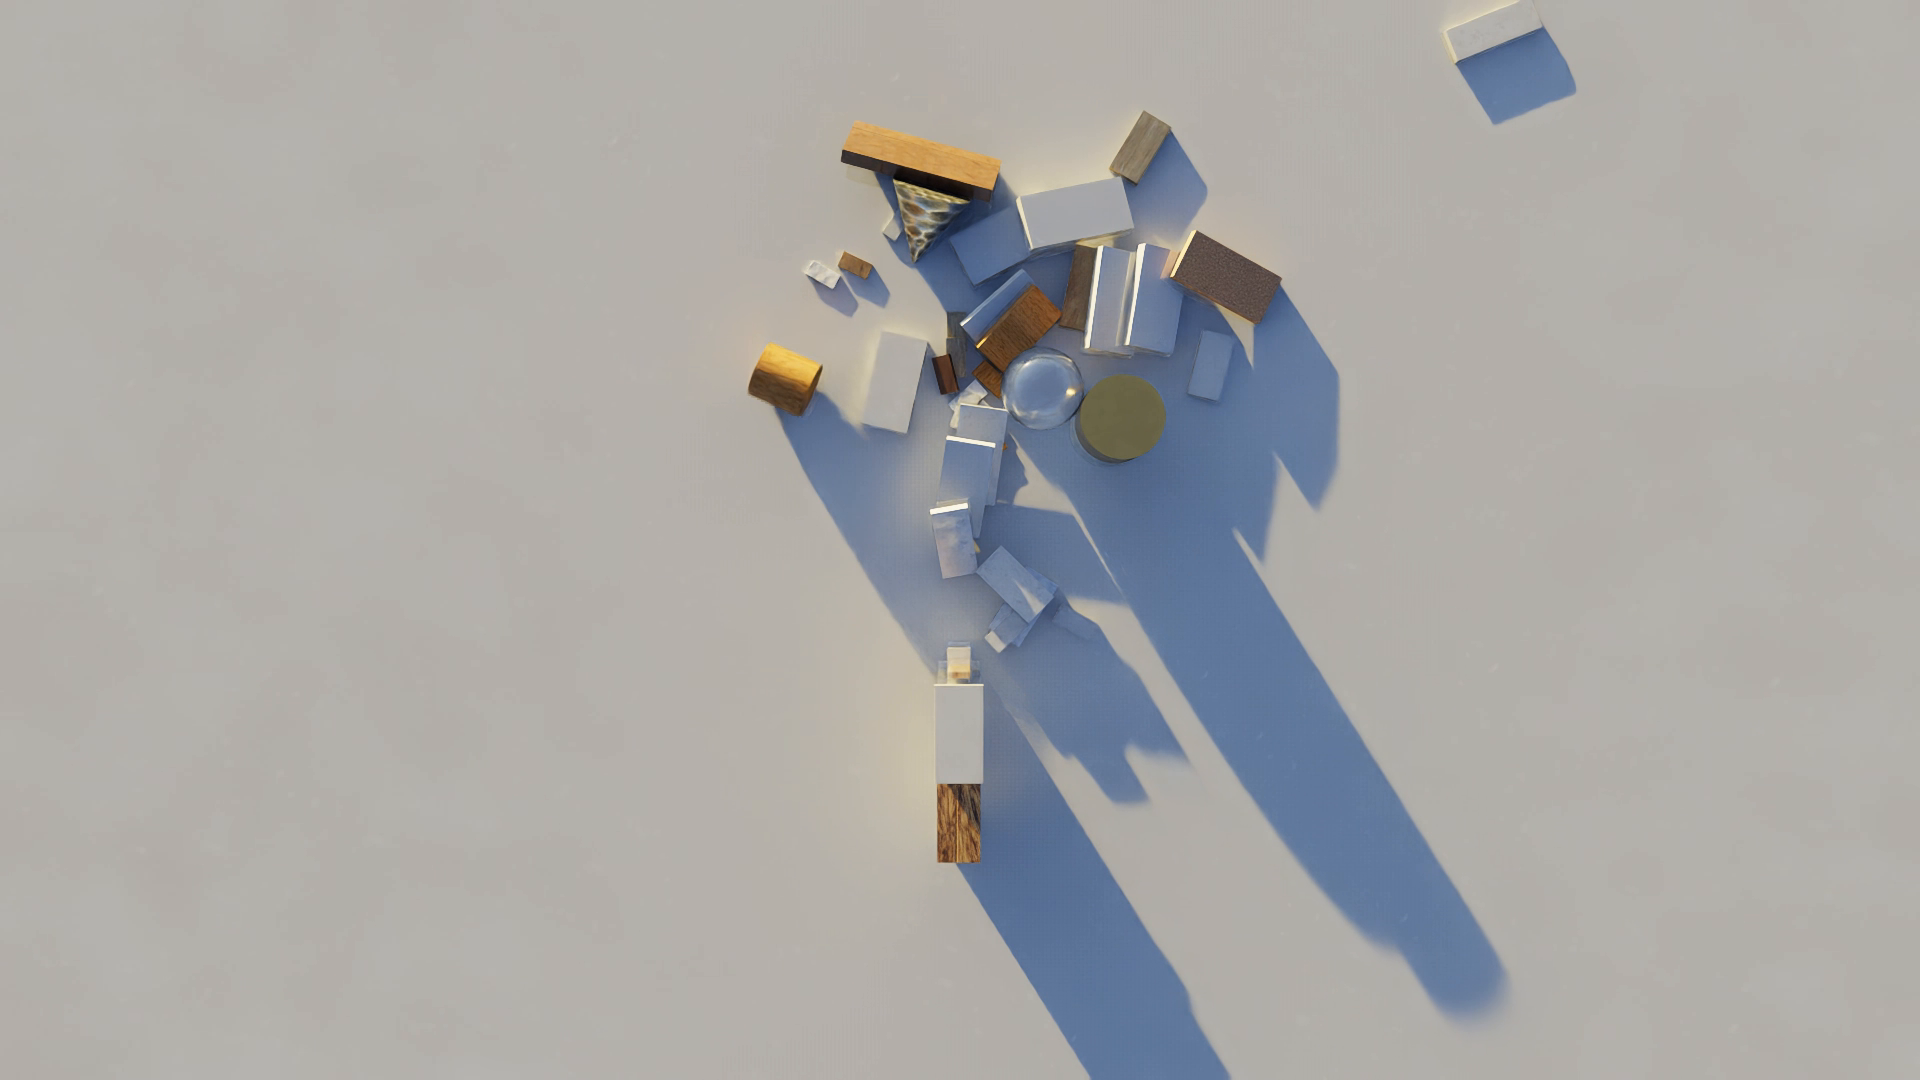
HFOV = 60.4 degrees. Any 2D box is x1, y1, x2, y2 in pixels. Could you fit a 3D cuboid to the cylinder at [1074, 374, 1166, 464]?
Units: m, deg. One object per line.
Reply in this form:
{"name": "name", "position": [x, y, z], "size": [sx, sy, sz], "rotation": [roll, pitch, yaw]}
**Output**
{"name": "cylinder", "position": [0.518, -0.391, 5.365], "size": [0.271, 0.271, 0.271], "rotation": [0, 90, 0]}

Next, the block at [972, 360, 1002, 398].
{"name": "block", "position": [0.106, -0.536, 5.491], "size": [0.125, 0.018, 0.063], "rotation": [43, 90, 0]}

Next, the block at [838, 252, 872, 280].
{"name": "block", "position": [-0.349, -0.914, 5.493], "size": [0.105, 0.015, 0.053], "rotation": [26, 90, 0]}

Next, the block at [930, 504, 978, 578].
{"name": "block", "position": [-0.018, 0.004, 5.429], "size": [0.122, 0.034, 0.243], "rotation": [-10, 117, 0]}

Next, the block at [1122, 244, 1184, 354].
{"name": "block", "position": [0.647, -0.794, 5.446], "size": [0.168, 0.048, 0.336], "rotation": [9, 90, -22]}

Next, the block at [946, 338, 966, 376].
{"name": "block", "position": [-0.013, -0.607, 5.477], "size": [0.065, 0.018, 0.130], "rotation": [-1, 102, 0]}

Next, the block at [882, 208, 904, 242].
{"name": "block", "position": [-0.208, -1.052, 5.493], "size": [0.053, 0.015, 0.105], "rotation": [34, 90, 0]}

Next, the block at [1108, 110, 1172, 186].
{"name": "block", "position": [0.599, -1.303, 5.484], "size": [0.110, 0.031, 0.220], "rotation": [31, 90, 0]}

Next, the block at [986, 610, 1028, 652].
{"name": "block", "position": [0.155, 0.303, 5.456], "size": [0.136, 0.019, 0.068], "rotation": [-43, 90, 0]}

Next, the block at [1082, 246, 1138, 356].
{"name": "block", "position": [0.512, -0.787, 5.443], "size": [0.168, 0.048, 0.336], "rotation": [7, 91, -23]}

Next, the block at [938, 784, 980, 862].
{"name": "block", "position": [-0.004, 0.879, 5.207], "size": [0.137, 0.039, 0.274], "rotation": [0, 90, 0]}

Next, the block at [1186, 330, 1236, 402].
{"name": "block", "position": [0.835, -0.579, 5.484], "size": [0.110, 0.031, 0.220], "rotation": [14, 90, 0]}

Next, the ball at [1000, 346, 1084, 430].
{"name": "ball", "position": [0.267, -0.493, 5.365], "size": [0.271, 0.271, 0.271], "rotation": [0, 90, 0]}

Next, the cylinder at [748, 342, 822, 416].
{"name": "cylinder", "position": [-0.572, -0.528, 5.408], "size": [0.184, 0.184, 0.184], "rotation": [24, 90, 0]}

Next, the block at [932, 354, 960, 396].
{"name": "block", "position": [-0.048, -0.550, 5.472], "size": [0.063, 0.018, 0.125], "rotation": [-11, 97, 24]}

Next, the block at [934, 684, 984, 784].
{"name": "block", "position": [-0.003, 0.588, 5.010], "size": [0.148, 0.042, 0.297], "rotation": [0, 90, 0]}

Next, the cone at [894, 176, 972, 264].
{"name": "cone", "position": [-0.122, -1.033, 5.440], "size": [0.269, 0.269, 0.269], "rotation": [16, 117, 0]}

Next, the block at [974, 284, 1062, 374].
{"name": "block", "position": [0.194, -0.695, 5.446], "size": [0.277, 0.039, 0.137], "rotation": [-46, 117, 2]}

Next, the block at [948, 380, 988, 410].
{"name": "block", "position": [0.026, -0.469, 5.491], "size": [0.125, 0.018, 0.063], "rotation": [-42, 90, 0]}

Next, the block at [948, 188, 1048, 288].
{"name": "block", "position": [0.161, -1.002, 5.475], "size": [0.355, 0.050, 0.178], "rotation": [-28, 90, 0]}

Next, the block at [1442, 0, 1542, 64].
{"name": "block", "position": [1.771, -1.696, 5.484], "size": [0.303, 0.031, 0.110], "rotation": [-22, 90, 0]}

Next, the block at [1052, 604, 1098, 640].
{"name": "block", "position": [0.383, 0.274, 5.490], "size": [0.136, 0.019, 0.068], "rotation": [30, 90, 0]}

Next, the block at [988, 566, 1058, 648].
{"name": "block", "position": [0.210, 0.221, 5.483], "size": [0.122, 0.034, 0.243], "rotation": [33, 90, 0]}

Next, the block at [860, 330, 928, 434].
{"name": "block", "position": [-0.218, -0.524, 5.478], "size": [0.158, 0.045, 0.316], "rotation": [13, 90, 0]}

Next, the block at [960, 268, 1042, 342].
{"name": "block", "position": [0.146, -0.753, 5.453], "size": [0.274, 0.039, 0.137], "rotation": [-41, 115, 0]}

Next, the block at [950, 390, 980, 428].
{"name": "block", "position": [0.017, -0.429, 5.473], "size": [0.063, 0.018, 0.127], "rotation": [19, 90, 0]}

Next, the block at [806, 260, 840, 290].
{"name": "block", "position": [-0.455, -0.883, 5.493], "size": [0.105, 0.015, 0.053], "rotation": [29, 90, 0]}

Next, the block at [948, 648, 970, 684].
{"name": "block", "position": [-0.003, 0.424, 5.339], "size": [0.075, 0.021, 0.150], "rotation": [0, 90, 0]}

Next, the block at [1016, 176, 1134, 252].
{"name": "block", "position": [0.380, -1.073, 5.435], "size": [0.356, 0.050, 0.178], "rotation": [-14, 87, -12]}

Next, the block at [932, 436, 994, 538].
{"name": "block", "position": [0.011, -0.173, 5.418], "size": [0.158, 0.045, 0.316], "rotation": [9, 108, 0]}

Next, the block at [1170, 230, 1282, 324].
{"name": "block", "position": [0.878, -0.866, 5.443], "size": [0.336, 0.048, 0.168], "rotation": [26, 90, -12]}

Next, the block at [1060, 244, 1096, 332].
{"name": "block", "position": [0.425, -0.832, 5.481], "size": [0.137, 0.039, 0.274], "rotation": [12, 90, 0]}

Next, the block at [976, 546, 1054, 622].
{"name": "block", "position": [0.181, 0.146, 5.447], "size": [0.243, 0.034, 0.122], "rotation": [44, 90, -1]}

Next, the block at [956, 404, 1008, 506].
{"name": "block", "position": [0.059, -0.283, 5.453], "size": [0.158, 0.045, 0.316], "rotation": [8, 99, 0]}

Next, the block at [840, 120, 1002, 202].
{"name": "block", "position": [-0.125, -1.245, 5.421], "size": [0.503, 0.050, 0.178], "rotation": [15, 47, 0]}

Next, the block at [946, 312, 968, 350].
{"name": "block", "position": [-0.010, -0.695, 5.491], "size": [0.065, 0.018, 0.130], "rotation": [-1, 90, 0]}

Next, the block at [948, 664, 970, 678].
{"name": "block", "position": [-0.002, 0.415, 5.207], "size": [0.068, 0.242, 0.019], "rotation": [-1, 91, 0]}

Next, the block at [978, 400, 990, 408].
{"name": "block", "position": [0.057, -0.398, 5.491], "size": [0.063, 0.018, 0.127], "rotation": [42, 90, 0]}

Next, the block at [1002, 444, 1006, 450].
{"name": "block", "position": [0.087, -0.303, 5.491], "size": [0.127, 0.018, 0.063], "rotation": [-29, 90, 0]}
